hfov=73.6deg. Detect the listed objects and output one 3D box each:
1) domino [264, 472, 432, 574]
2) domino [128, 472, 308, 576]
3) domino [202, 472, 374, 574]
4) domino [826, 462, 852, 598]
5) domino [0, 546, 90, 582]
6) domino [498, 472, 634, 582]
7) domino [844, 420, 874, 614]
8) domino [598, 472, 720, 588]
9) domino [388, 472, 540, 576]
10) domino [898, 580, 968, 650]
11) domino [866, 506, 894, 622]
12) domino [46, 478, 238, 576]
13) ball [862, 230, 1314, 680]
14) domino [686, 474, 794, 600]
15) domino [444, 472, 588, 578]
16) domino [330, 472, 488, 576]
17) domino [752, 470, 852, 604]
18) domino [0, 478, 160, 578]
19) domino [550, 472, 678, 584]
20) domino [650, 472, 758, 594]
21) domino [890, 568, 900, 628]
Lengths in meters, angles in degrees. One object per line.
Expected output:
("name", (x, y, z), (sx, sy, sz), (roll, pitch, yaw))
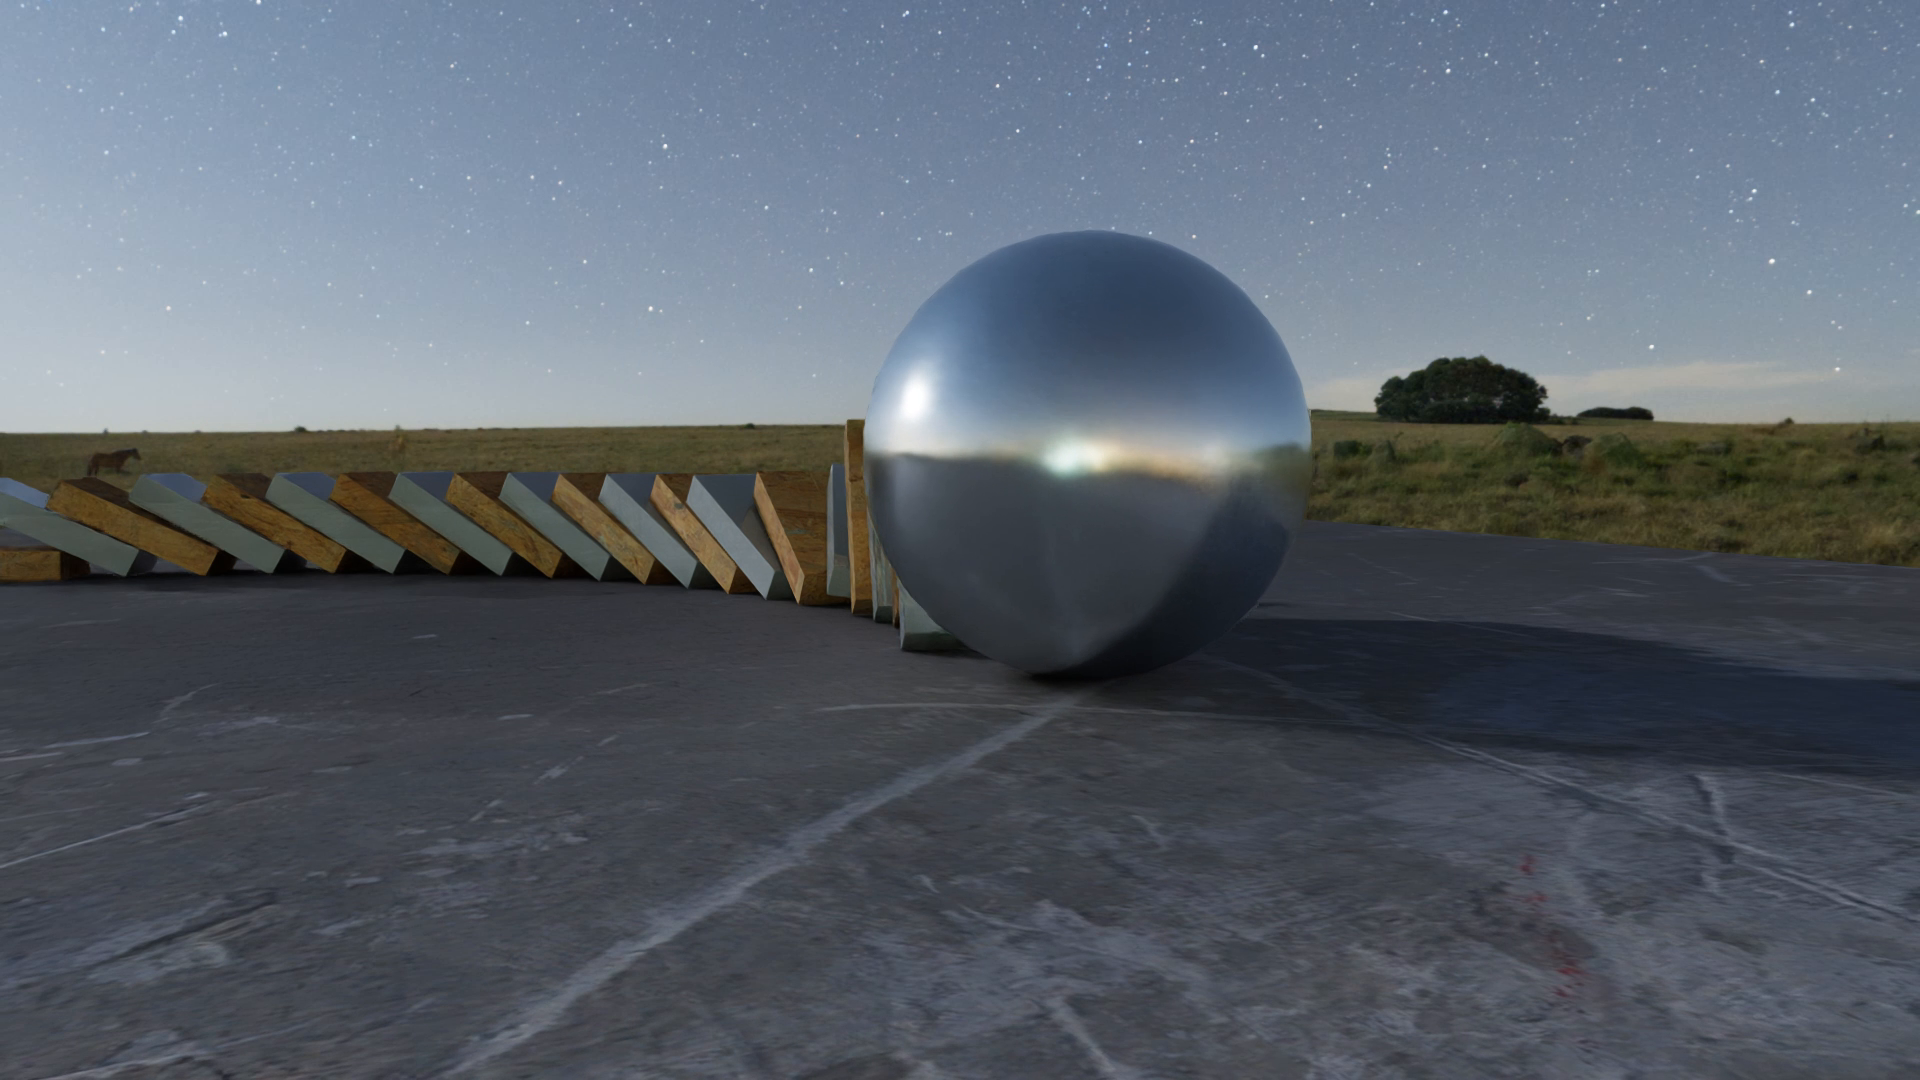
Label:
("domino", (-0.203, -0.006, 0.430), (0.050, 0.010, 0.025), (30, 7, 3))
("domino", (-0.243, -0.006, 0.425), (0.050, 0.009, 0.025), (29, 2, -6))
("domino", (-0.223, -0.006, 0.430), (0.050, 0.010, 0.025), (29, 5, 1))
("domino", (-0.023, -0.002, 0.348), (0.025, 0.009, 0.050), (9, 33, -12))
("domino", (-0.306, 0.008, 0.403), (0.050, 0.009, 0.025), (-1, 4, -17))
("domino", (-0.123, -0.005, 0.416), (0.050, 0.009, 0.025), (35, 19, 22))
("domino", (-0.016, -0.006, 0.326), (0.025, 0.050, 0.009), (0, -25, -11))
("domino", (-0.087, -0.004, 0.397), (0.050, 0.010, 0.025), (39, 26, 31))
("domino", (-0.162, -0.006, 0.427), (0.050, 0.010, 0.025), (32, 13, 13))
("domino", (-0.001, -0.002, 0.273), (0.025, 0.050, 0.009), (-1, -25, -8))
("domino", (-0.010, -0.005, 0.316), (0.025, 0.050, 0.009), (-1, -25, -10))
("domino", (-0.264, -0.004, 0.418), (0.050, 0.009, 0.025), (27, -2, -12))
("ball", (0.022, -0.015, 0.232), (0.080, 0.080, 0.080), (0, 4, 0))
("domino", (-0.056, -0.002, 0.371), (0.025, 0.009, 0.050), (-4, 36, -41))
("domino", (-0.142, -0.006, 0.422), (0.050, 0.009, 0.025), (33, 16, 18))
("domino", (-0.182, -0.006, 0.430), (0.050, 0.009, 0.025), (31, 10, 9))
("domino", (-0.039, -0.002, 0.358), (0.025, 0.010, 0.050), (-1, 36, -25))
("domino", (-0.285, -0.004, 0.409), (0.050, 0.009, 0.025), (27, -4, -15))
("domino", (-0.104, -0.005, 0.407), (0.050, 0.009, 0.025), (37, 23, 27))
("domino", (-0.070, -0.003, 0.385), (0.025, 0.009, 0.050), (-4, 36, -43))
("domino", (-0.004, -0.004, 0.305), (0.025, 0.050, 0.010), (-1, -25, -8))
